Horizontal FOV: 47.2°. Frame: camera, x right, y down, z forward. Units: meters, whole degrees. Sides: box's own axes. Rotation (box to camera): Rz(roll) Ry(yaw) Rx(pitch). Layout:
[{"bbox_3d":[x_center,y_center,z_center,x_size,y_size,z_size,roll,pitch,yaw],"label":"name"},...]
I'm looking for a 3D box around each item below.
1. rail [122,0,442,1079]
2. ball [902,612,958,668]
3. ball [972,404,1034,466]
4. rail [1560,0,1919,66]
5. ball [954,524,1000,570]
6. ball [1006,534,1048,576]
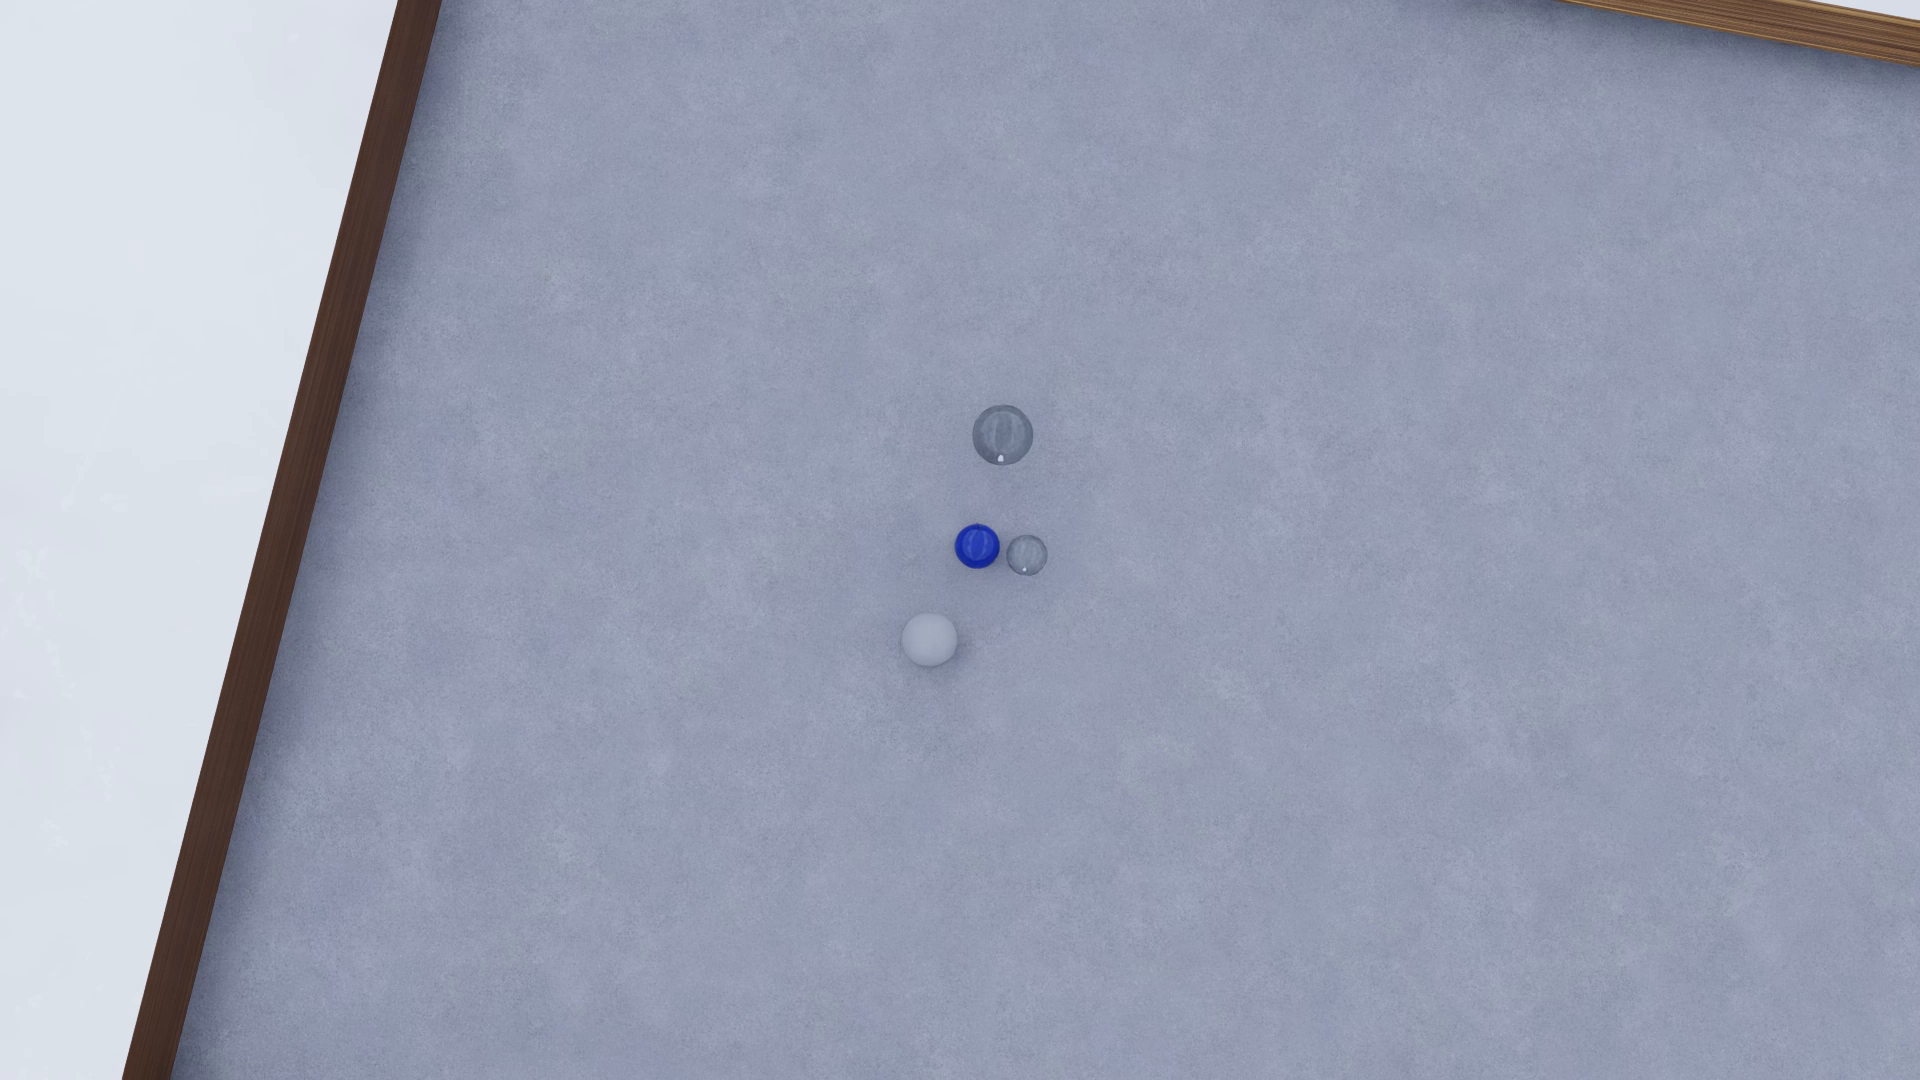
[{"bbox_3d":[-0.956,-0.189,3.292,0.045,0.121,2.107,11,80,2],"label":"rail"},{"bbox_3d":[-0.045,0.147,3.252,0.083,0.083,0.083,0,80,0],"label":"ball"},{"bbox_3d":[0.064,-0.157,3.301,0.093,0.093,0.093,0,80,0],"label":"ball"},{"bbox_3d":[1.177,-0.810,3.402,3.990,0.121,0.045,11,80,2],"label":"rail"},{"bbox_3d":[0.026,0.009,3.284,0.068,0.068,0.068,0,80,0],"label":"ball"},{"bbox_3d":[0.100,0.023,3.285,0.062,0.062,0.062,0,80,0],"label":"ball"}]
